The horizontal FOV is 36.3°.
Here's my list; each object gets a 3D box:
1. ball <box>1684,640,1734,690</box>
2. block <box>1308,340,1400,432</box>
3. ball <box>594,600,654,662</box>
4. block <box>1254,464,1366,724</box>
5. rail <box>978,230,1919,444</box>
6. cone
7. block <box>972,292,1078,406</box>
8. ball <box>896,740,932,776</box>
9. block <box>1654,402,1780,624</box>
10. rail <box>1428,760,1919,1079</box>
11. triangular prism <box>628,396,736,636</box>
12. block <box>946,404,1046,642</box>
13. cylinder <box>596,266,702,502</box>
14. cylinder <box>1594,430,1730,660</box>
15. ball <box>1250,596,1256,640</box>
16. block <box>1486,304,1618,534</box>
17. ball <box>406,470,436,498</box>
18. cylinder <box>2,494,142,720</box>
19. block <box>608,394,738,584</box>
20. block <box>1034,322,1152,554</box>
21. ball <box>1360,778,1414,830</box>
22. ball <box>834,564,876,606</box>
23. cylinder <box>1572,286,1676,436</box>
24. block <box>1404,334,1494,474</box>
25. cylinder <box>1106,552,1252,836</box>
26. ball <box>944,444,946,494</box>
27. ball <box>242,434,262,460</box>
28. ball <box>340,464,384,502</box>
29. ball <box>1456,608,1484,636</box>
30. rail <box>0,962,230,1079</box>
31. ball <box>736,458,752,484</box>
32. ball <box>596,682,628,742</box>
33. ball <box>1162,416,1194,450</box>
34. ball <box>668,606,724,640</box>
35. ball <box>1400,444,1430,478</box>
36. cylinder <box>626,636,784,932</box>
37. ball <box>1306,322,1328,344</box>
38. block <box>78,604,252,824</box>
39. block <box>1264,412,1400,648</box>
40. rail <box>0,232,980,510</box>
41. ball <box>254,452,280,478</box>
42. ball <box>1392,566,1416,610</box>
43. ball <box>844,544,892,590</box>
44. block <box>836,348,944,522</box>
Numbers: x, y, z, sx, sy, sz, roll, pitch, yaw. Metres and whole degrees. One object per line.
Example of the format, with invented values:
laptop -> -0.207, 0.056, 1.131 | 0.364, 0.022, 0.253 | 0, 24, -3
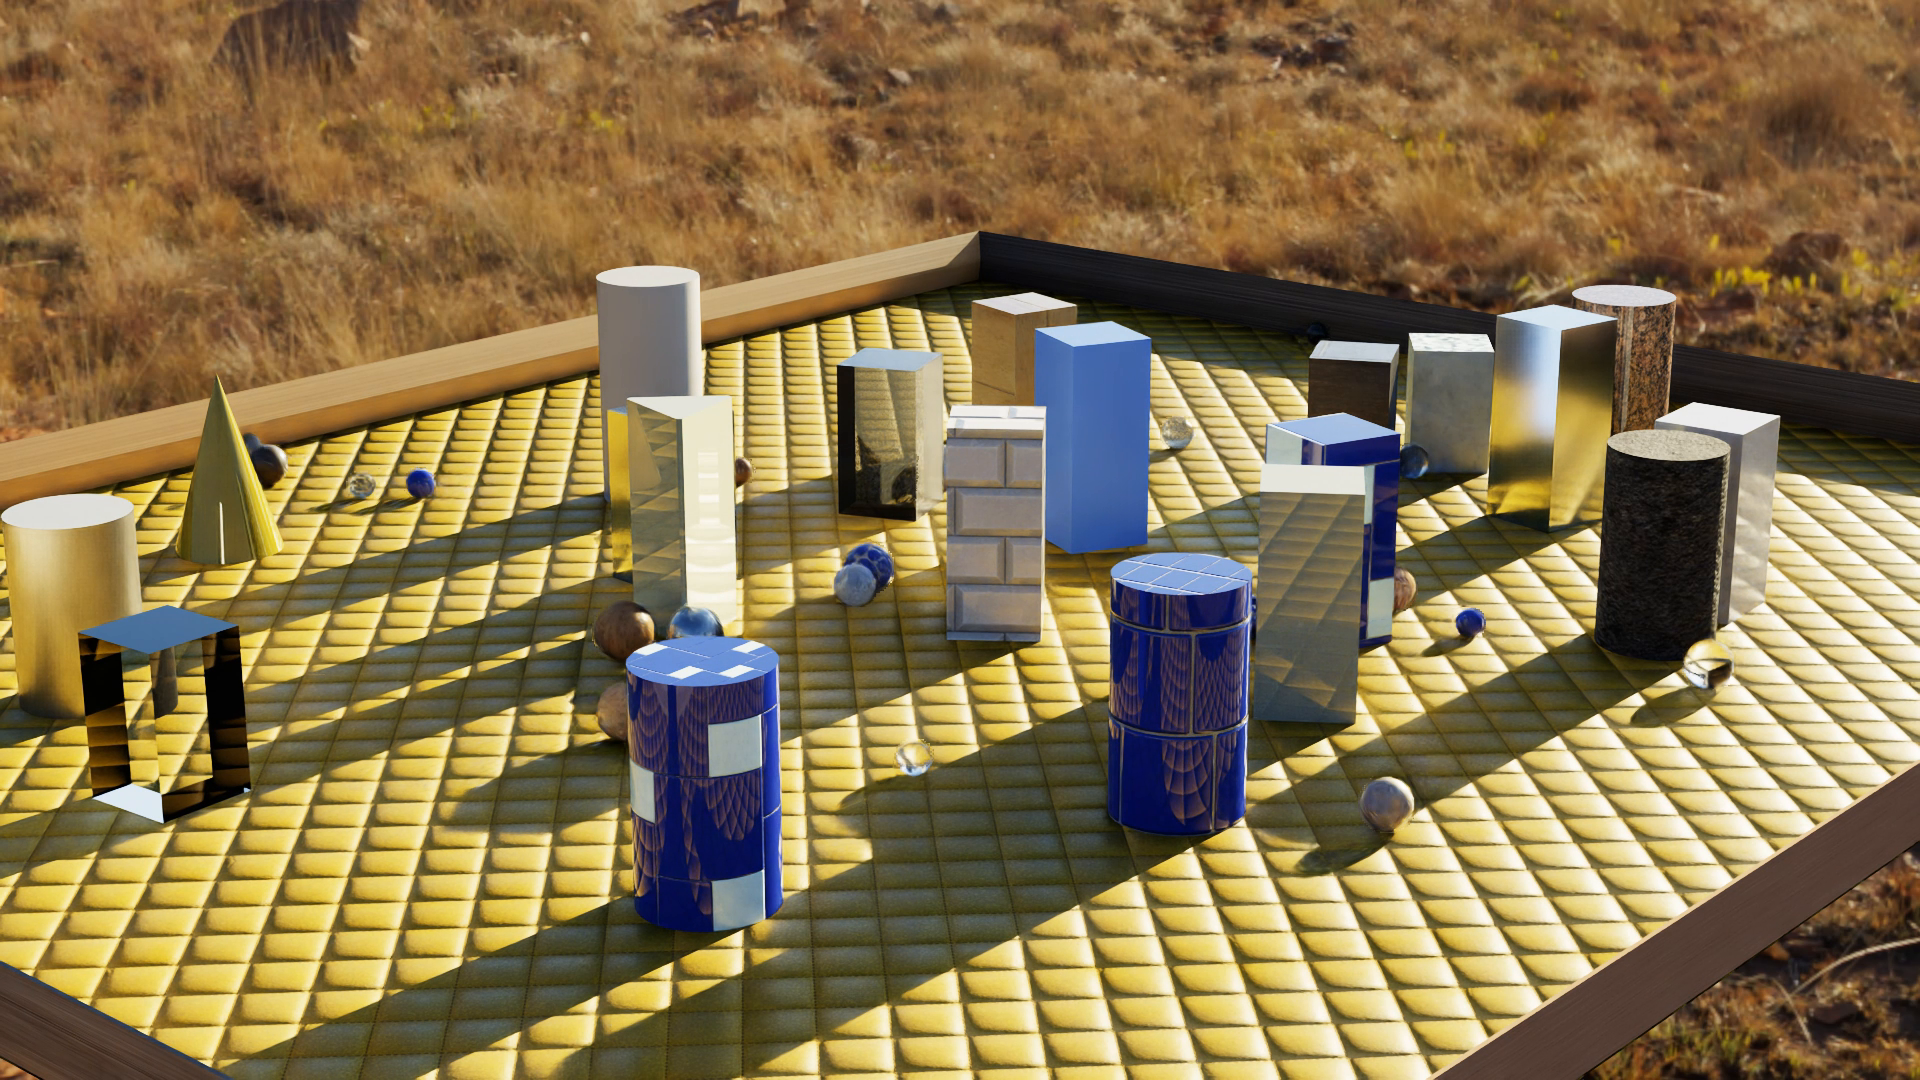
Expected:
ball -> 1.190, 0.197, 4.659 | 0.079, 0.079, 0.079 | 0, 17, 0
block -> 0.774, -0.241, 5.787 | 0.157, 0.269, 0.157 | 4, 17, 13
ball -> -0.548, 0.149, 4.788 | 0.098, 0.098, 0.098 | 0, 17, 0
block -> 0.540, 0.082, 4.543 | 0.157, 0.367, 0.157 | 2, 17, 6
rail -> 1.348, -0.416, 6.607 | 3.482, 0.128, 0.045 | 14, 22, 39
cone -> -1.346, -0.144, 5.354 | 0.197, 0.332, 0.197 | 0, 17, 0
block -> 0.134, -0.358, 6.151 | 0.157, 0.282, 0.157 | -11, 20, -33
ball -> -0.067, 0.320, 4.299 | 0.053, 0.053, 0.053 | 0, 17, 0
block -> 1.288, -0.047, 5.030 | 0.157, 0.334, 0.157 | 12, 21, 35
rail -> 1.297, 0.357, 4.042 | 0.045, 0.128, 4.160 | 14, 22, 39
triangular prism -> -0.444, -0.042, 4.915 | 0.148, 0.390, 0.170 | -12, 20, -34
block -> 0.061, -0.030, 4.916 | 0.157, 0.365, 0.157 | 1, 17, 3
cylinder -> -0.598, -0.297, 5.681 | 0.197, 0.436, 0.197 | 0, 17, 0
cylinder -> 1.158, 0.007, 4.840 | 0.197, 0.339, 0.197 | 0, 17, 0
ball -> 0.487, 0.129, 4.897 | 0.073, 0.073, 0.073 | 0, 17, 0
block -> 1.117, -0.230, 5.541 | 0.157, 0.389, 0.157 | -12, 21, -36
ball -> -1.052, -0.110, 5.717 | 0.057, 0.057, 0.057 | 0, 17, 0
cylinder -> -1.381, 0.102, 4.582 | 0.197, 0.306, 0.197 | 0, 17, 0
block -> -0.507, -0.080, 5.184 | 0.157, 0.308, 0.157 | -16, 23, -42
block -> 0.242, -0.190, 5.408 | 0.157, 0.389, 0.157 | -7, 18, -23
ball -> 0.597, 0.369, 4.099 | 0.074, 0.074, 0.074 | 0, 17, 0
ball -> -0.182, 0.077, 5.069 | 0.074, 0.074, 0.074 | 0, 17, 0
cylinder -> 1.285, -0.287, 5.727 | 0.197, 0.389, 0.197 | 0, 17, 0
block -> 0.989, -0.278, 5.940 | 0.157, 0.250, 0.157 | 1, 17, 4
cylinder -> 0.308, 0.215, 4.125 | 0.197, 0.353, 0.197 | 0, 17, 0
ball -> -0.028, -0.139, 5.746 | 0.097, 0.097, 0.097 | 0, 17, 0
ball -> -1.453, -0.191, 5.989 | 0.055, 0.055, 0.055 | 0, 17, 0
ball -> -1.166, -0.107, 5.716 | 0.081, 0.081, 0.081 | 0, 17, 0
ball -> 0.853, 0.139, 4.910 | 0.047, 0.047, 0.047 | 0, 17, 0
rail -> -1.348, 0.480, 3.633 | 3.482, 0.128, 0.045 | 14, 22, 39
ball -> -0.437, -0.138, 5.820 | 0.051, 0.051, 0.051 | 0, 17, 0
ball -> -0.504, 0.260, 4.433 | 0.091, 0.091, 0.091 | 0, 17, 0
ball -> 0.451, -0.222, 6.071 | 0.067, 0.067, 0.067 | 0, 17, 0
ball -> -0.432, 0.153, 4.787 | 0.091, 0.091, 0.091 | 0, 17, 0
ball -> 0.902, -0.156, 5.852 | 0.068, 0.068, 0.068 | 0, 17, 0
cylinder -> -0.331, 0.316, 3.821 | 0.197, 0.336, 0.197 | 0, 17, 0
ball -> 0.853, -0.492, 6.992 | 0.052, 0.052, 0.052 | 0, 17, 0
block -> -1.138, 0.246, 4.197 | 0.157, 0.252, 0.157 | 12, 21, 35
block -> 0.612, -0.011, 4.866 | 0.157, 0.359, 0.157 | -9, 19, -28
rail -> -1.297, -0.293, 6.198 | 0.045, 0.128, 4.160 | 14, 22, 39
ball -> -1.371, -0.149, 5.805 | 0.052, 0.052, 0.052 | 0, 17, 0
ball -> 0.746, 0.082, 5.047 | 0.076, 0.076, 0.076 | 0, 17, 0
ball -> -0.161, 0.048, 5.142 | 0.085, 0.085, 0.085 | 0, 17, 0
block -> -0.133, -0.204, 5.621 | 0.157, 0.293, 0.157 | 6, 18, 18
